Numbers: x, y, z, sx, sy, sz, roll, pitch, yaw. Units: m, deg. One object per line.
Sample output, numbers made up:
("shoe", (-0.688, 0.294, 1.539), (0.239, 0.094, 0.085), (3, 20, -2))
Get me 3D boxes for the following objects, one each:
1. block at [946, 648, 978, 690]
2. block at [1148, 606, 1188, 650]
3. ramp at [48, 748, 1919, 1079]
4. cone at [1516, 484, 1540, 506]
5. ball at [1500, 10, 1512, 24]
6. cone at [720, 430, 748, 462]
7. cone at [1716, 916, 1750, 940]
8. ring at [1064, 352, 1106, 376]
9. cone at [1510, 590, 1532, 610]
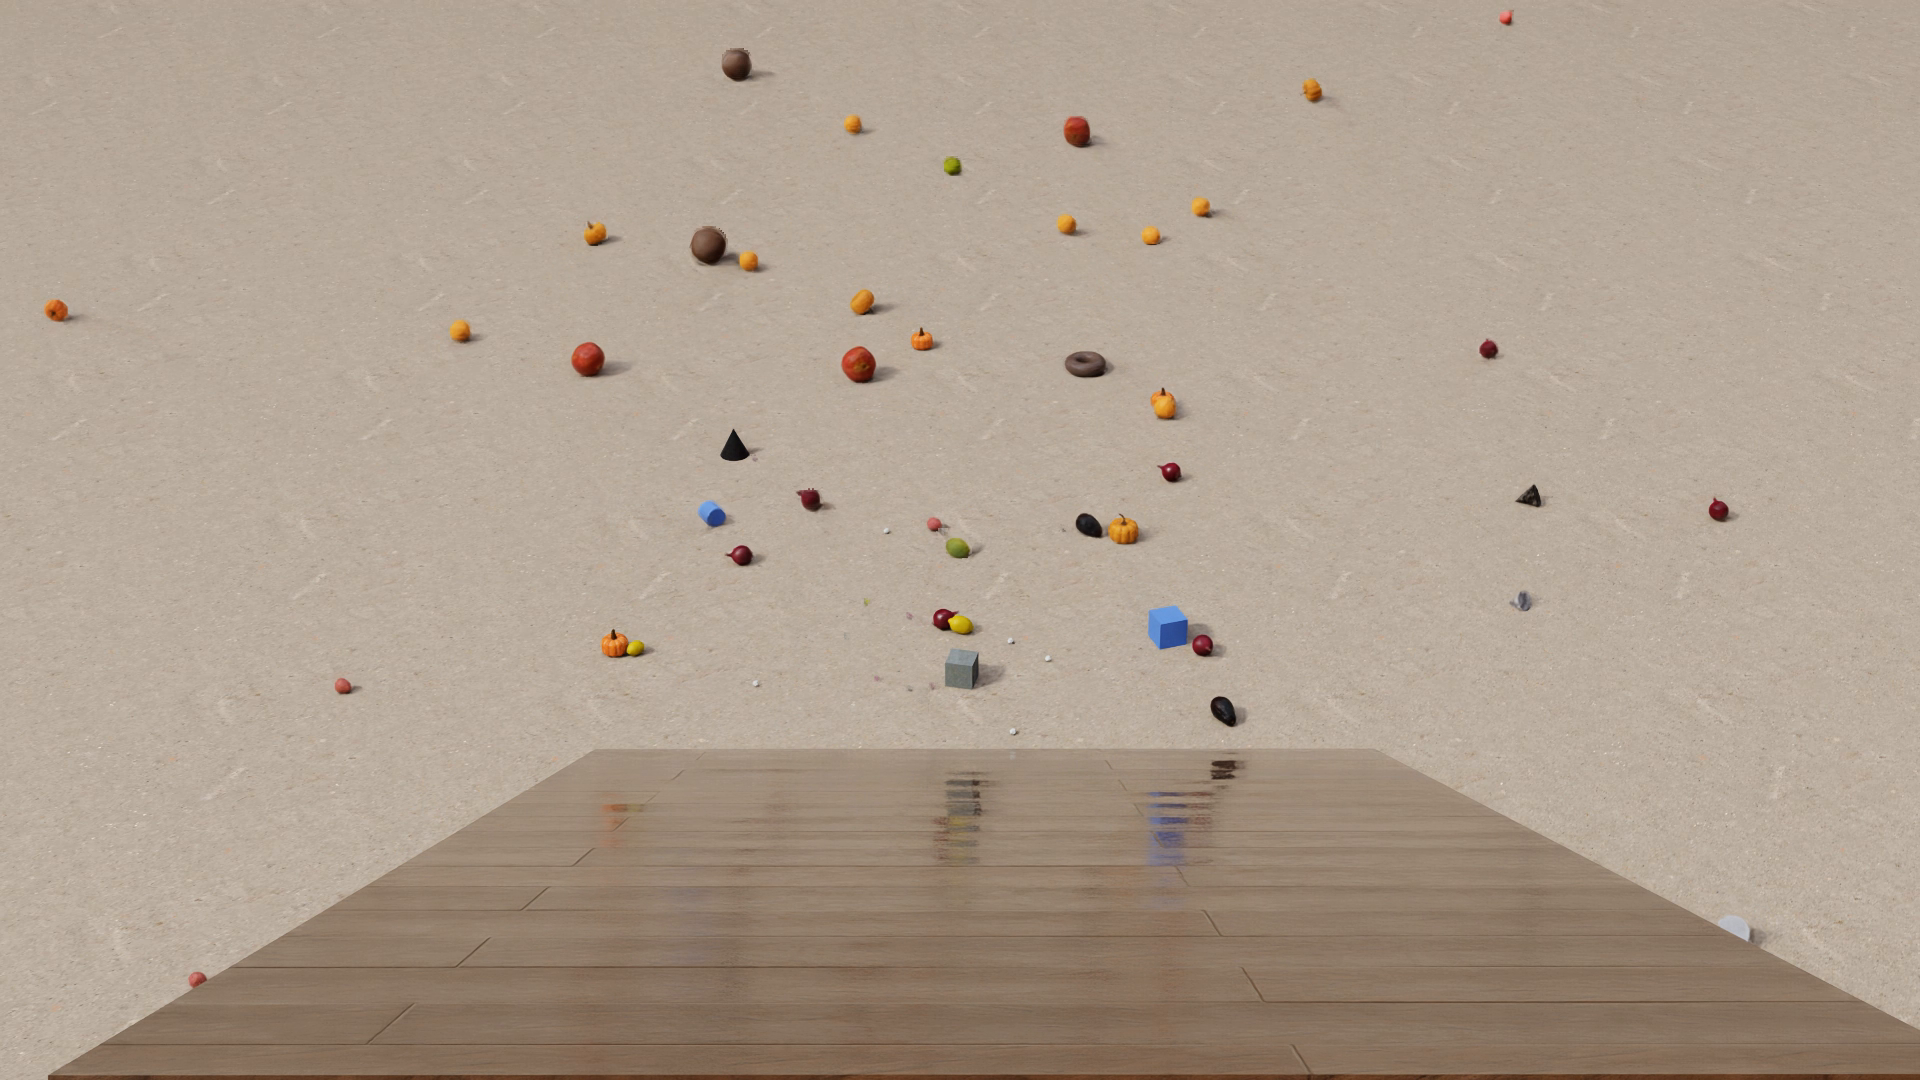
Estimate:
("block", (0.005, 0.353, 7.068), (0.076, 0.076, 0.076), (7, 30, 12))
("block", (0.583, 0.245, 7.252), (0.082, 0.082, 0.082), (-10, 31, -17))
("ramp", (0.066, 0.591, 4.644), (2.000, 0.100, 4.000), (0, 0, 0))
("cone", (1.742, -0.128, 7.962), (0.070, 0.070, 0.070), (-17, 22, 26))
("ball", (2.527, -2.419, 11.975), (0.060, 0.060, 0.060), (0, 30, 0))
("cone", (-0.719, -0.313, 8.226), (0.093, 0.093, 0.093), (0, 30, 0))
("cone", (1.829, 0.920, 6.108), (0.078, 0.078, 0.078), (14, 6, 23))
("ring", (0.426, -0.598, 8.776), (0.141, 0.047, 0.141), (-1, 29, 1))
("cone", (1.599, 0.175, 7.430), (0.060, 0.060, 0.060), (-25, 11, -37))
